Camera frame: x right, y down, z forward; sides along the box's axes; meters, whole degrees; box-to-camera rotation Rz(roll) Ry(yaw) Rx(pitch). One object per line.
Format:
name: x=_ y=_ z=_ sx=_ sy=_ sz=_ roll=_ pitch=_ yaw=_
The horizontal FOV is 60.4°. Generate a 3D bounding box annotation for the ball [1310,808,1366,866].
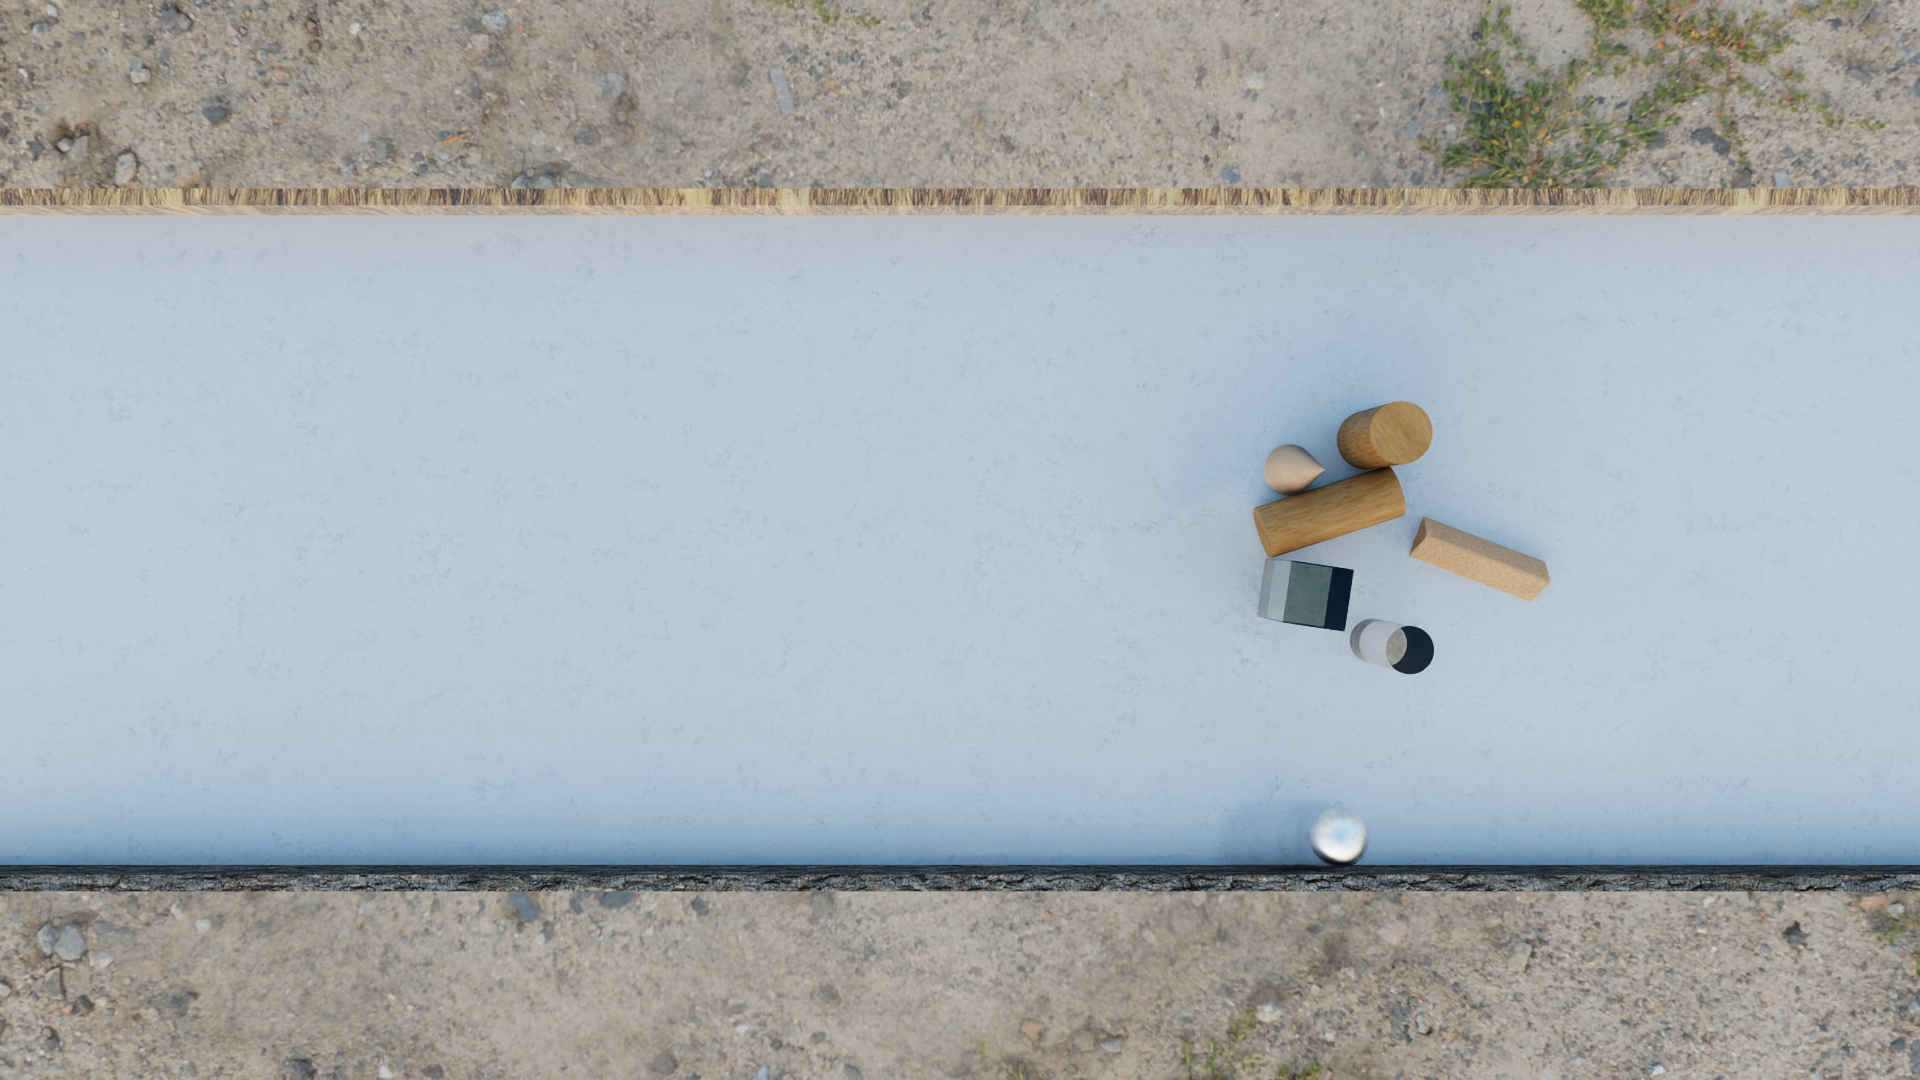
ball: x=1.144 y=0.899 z=4.991 sx=0.171 sy=0.171 sz=0.171 roll=0 pitch=90 yaw=0

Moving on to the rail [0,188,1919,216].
rail: x=-2.247 y=-1.025 z=5.002 sx=12.000 sy=0.150 sz=0.050 roll=0 pitch=90 yaw=0

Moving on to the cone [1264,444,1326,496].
cone: x=1.026 y=-0.207 z=4.876 sx=0.158 sy=0.391 sz=0.158 roll=0 pitch=92 yaw=-4

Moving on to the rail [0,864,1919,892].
rail: x=-2.247 y=1.025 z=5.001 sx=12.000 sy=0.150 sz=0.050 roll=0 pitch=90 yaw=0

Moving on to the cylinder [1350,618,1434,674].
cylinder: x=1.268 y=0.311 z=4.863 sx=0.137 sy=0.427 sz=0.137 roll=0 pitch=90 yaw=0

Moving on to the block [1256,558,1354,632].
block: x=1.015 y=0.159 z=4.875 sx=0.179 sy=0.404 sz=0.179 roll=8 pitch=90 yaw=0

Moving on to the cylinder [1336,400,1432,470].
cylinder: x=1.250 y=-0.306 z=4.874 sx=0.180 sy=0.404 sz=0.180 roll=0 pitch=90 yaw=0

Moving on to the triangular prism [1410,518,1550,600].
triangular prism: x=1.589 y=0.058 z=5.018 sx=0.397 sy=0.111 sz=0.129 roll=21 pitch=90 yaw=0

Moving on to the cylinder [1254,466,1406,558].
cylinder: x=1.117 y=-0.085 z=4.996 sx=0.421 sy=0.161 sz=0.161 roll=-18 pitch=90 yaw=0
